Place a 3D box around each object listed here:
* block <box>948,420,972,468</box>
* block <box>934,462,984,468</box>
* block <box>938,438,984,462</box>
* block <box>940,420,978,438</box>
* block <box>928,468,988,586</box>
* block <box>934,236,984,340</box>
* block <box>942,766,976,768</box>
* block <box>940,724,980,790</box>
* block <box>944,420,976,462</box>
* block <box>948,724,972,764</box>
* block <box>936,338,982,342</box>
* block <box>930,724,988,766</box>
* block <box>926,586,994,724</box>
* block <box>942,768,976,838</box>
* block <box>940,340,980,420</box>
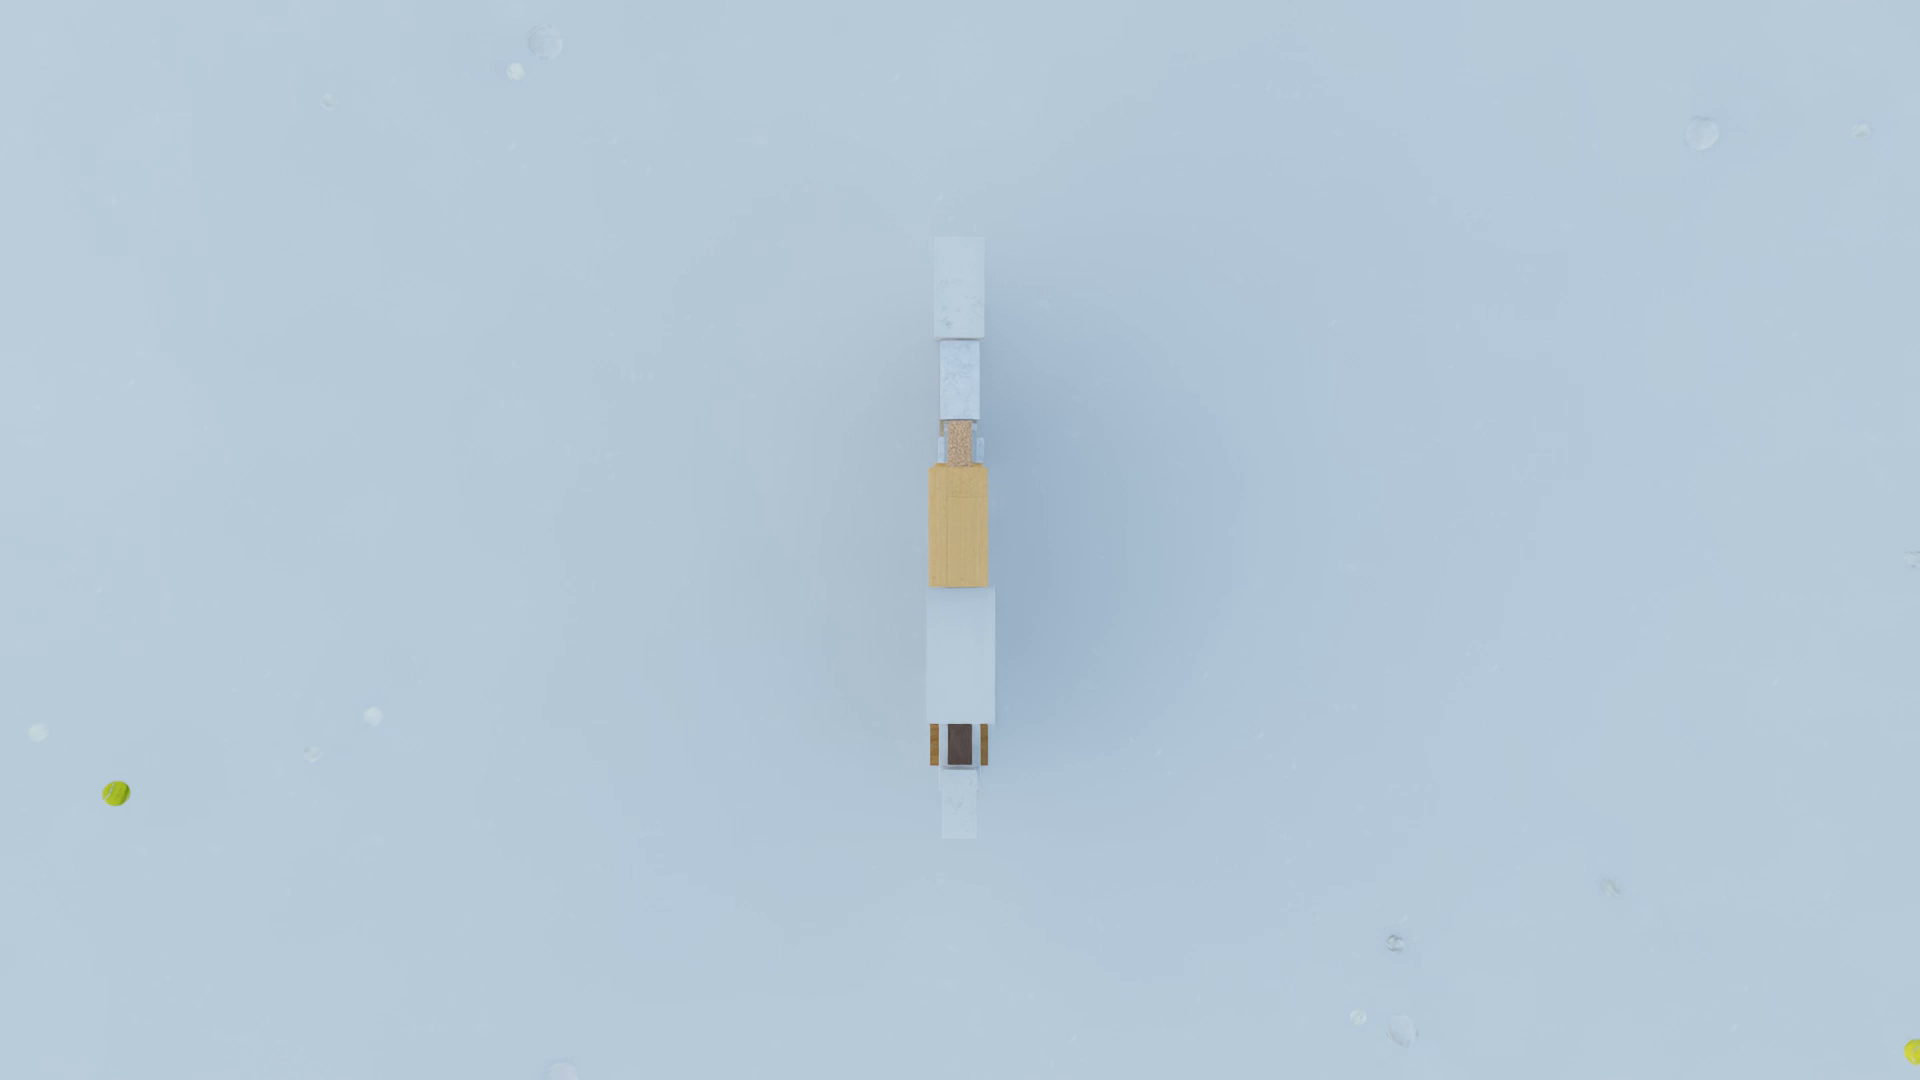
[{"bbox_3d":[-0.001,-0.260,4.481,0.064,0.018,0.128,0,90,0],"label":"block"},{"bbox_3d":[-0.003,-0.079,4.638,0.137,0.039,0.274,0,90,0],"label":"block"},{"bbox_3d":[0.003,-0.171,4.951,0.135,0.038,0.271,0,90,0],"label":"block"},{"bbox_3d":[-0.005,-0.426,4.994,0.115,0.033,0.230,0,90,0],"label":"block"},{"bbox_3d":[-0.005,-0.033,4.288,0.154,0.044,0.309,0,90,0],"label":"block"},{"bbox_3d":[-0.002,-0.680,4.456,0.135,0.038,0.270,0,90,0],"label":"block"},{"bbox_3d":[-0.002,0.658,4.623,0.094,0.188,0.027,0,90,0],"label":"block"},{"bbox_3d":[0.000,0.599,4.734,0.118,0.033,0.236,0,90,0],"label":"block"},{"bbox_3d":[0.001,-0.315,4.731,0.094,0.027,0.187,0,90,0],"label":"block"},{"bbox_3d":[0.000,0.554,4.572,0.068,0.019,0.136,0,90,0],"label":"block"},{"bbox_3d":[-0.002,-0.590,4.610,0.135,0.270,0.038,0,90,0],"label":"block"},{"bbox_3d":[-0.003,0.507,5.011,0.175,0.050,0.350,0,90,0],"label":"block"},{"bbox_3d":[0.002,0.303,4.351,0.179,0.051,0.357,0,90,0],"label":"block"},{"bbox_3d":[-0.002,0.721,4.516,0.094,0.027,0.188,0,90,0],"label":"block"},{"bbox_3d":[0.000,-0.434,4.490,0.107,0.030,0.213,0,90,0],"label":"block"}]
